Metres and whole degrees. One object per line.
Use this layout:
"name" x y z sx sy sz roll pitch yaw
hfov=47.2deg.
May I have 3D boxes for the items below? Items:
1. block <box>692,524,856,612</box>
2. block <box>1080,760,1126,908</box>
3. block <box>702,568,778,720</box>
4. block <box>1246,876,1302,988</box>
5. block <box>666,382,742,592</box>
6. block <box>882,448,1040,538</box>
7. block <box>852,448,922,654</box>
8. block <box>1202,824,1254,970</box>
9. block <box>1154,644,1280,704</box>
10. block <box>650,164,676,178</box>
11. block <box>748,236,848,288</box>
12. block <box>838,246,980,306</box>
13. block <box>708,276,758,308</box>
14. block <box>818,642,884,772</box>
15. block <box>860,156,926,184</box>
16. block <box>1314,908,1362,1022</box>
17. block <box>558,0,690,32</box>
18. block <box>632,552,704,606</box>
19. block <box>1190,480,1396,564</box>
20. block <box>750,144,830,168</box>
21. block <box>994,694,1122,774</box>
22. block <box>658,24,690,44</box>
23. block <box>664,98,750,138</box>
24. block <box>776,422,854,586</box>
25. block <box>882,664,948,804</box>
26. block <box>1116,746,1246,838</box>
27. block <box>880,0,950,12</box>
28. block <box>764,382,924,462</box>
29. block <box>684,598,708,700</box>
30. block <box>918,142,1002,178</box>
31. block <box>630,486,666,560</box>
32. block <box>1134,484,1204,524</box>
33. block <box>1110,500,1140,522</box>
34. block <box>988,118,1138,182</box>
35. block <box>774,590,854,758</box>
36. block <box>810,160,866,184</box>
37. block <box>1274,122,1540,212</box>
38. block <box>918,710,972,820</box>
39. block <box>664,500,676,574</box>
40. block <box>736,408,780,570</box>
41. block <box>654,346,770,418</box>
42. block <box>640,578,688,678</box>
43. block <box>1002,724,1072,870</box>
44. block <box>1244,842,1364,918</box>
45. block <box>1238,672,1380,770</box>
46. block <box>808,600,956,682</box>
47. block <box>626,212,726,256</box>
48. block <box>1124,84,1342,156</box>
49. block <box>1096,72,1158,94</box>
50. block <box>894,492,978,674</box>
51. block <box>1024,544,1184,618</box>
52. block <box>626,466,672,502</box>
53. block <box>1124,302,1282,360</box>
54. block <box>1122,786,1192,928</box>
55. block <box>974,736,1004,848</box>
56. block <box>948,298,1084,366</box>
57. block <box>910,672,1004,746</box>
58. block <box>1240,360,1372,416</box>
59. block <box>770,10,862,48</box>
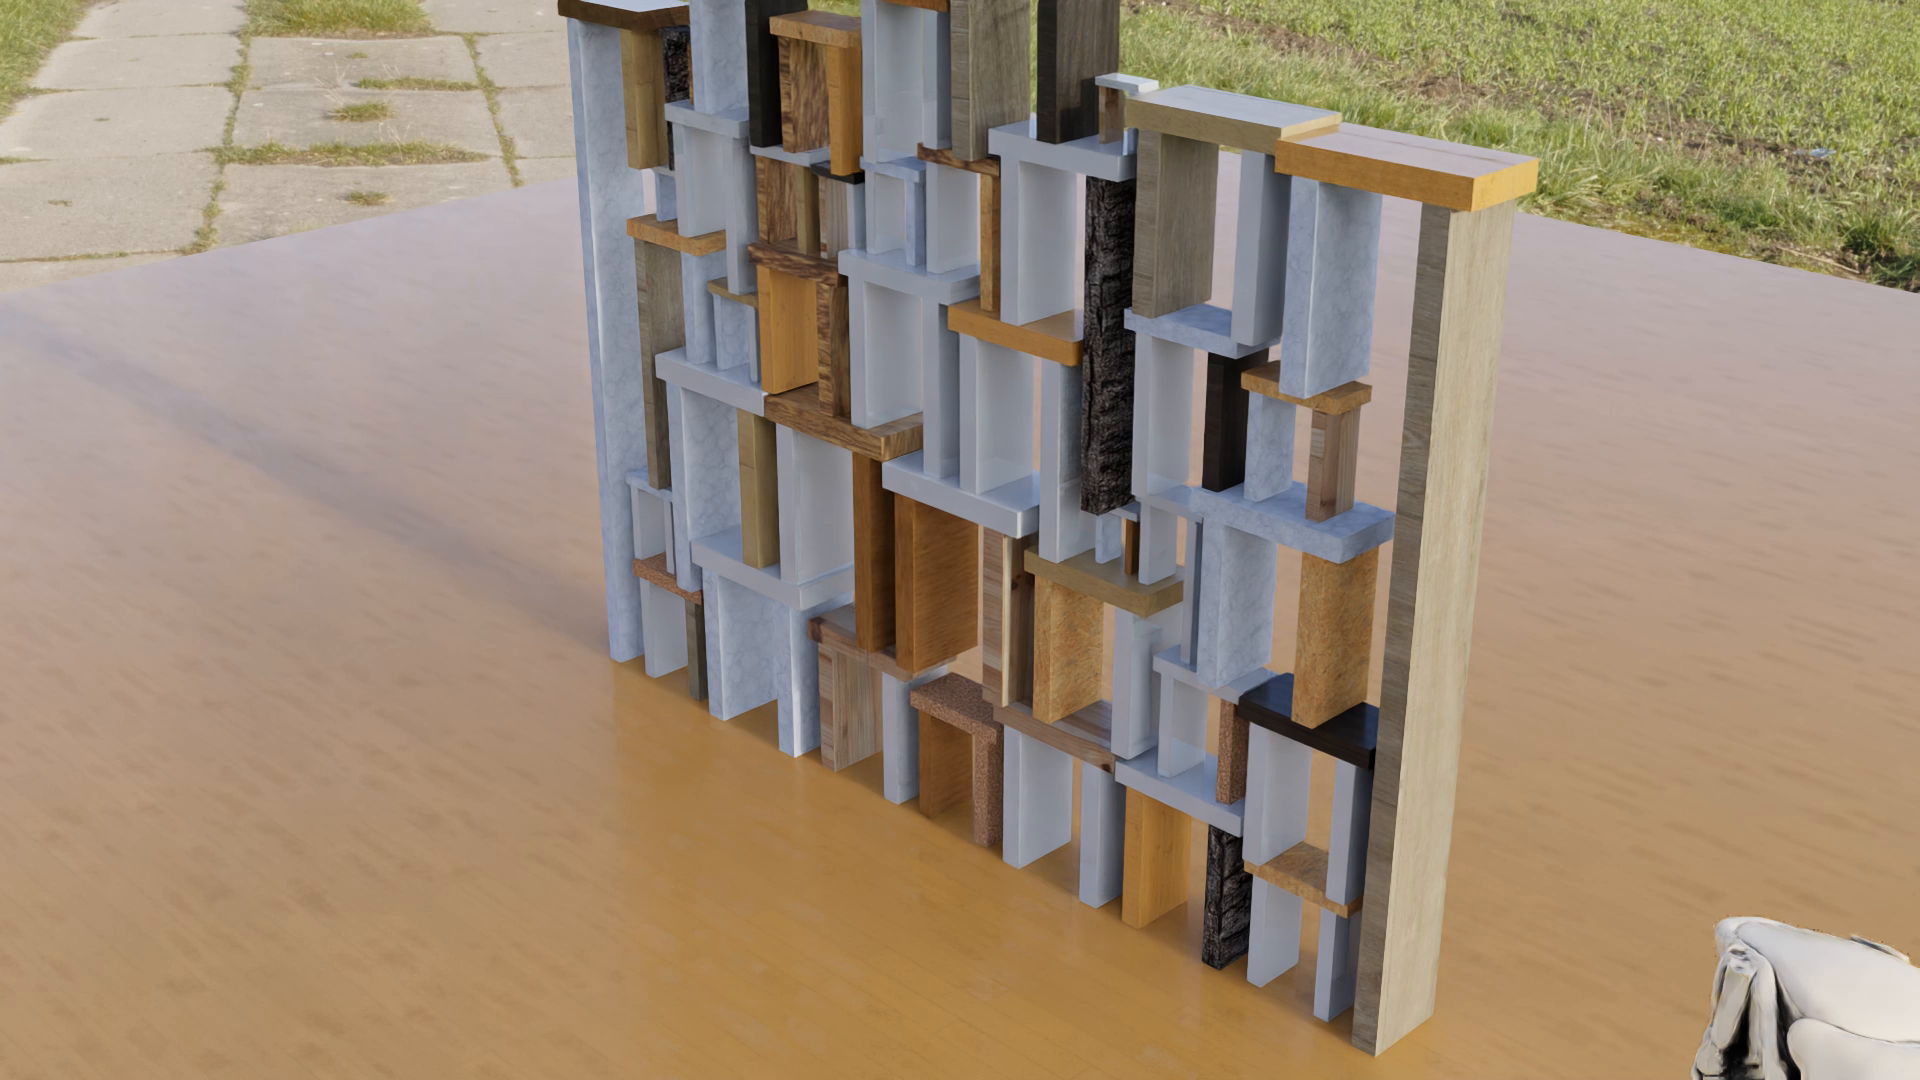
"block" -0.390 0.050 4.674 0.354 0.050 0.177 21 31 41
"block" 0.293 0.528 4.132 0.042 0.300 0.150 21 31 41
"block" -0.473 0.203 4.829 0.050 0.354 0.177 21 31 41
"block" 0.560 0.673 3.896 0.031 0.219 0.109 21 31 41
"block" -0.540 -0.134 4.761 0.174 0.475 0.049 -21 31 -41
"block" 0.040 -0.099 4.142 0.356 0.050 0.178 21 31 41
"block" -0.130 0.004 4.372 0.172 0.418 0.049 -21 31 -40
"block" 0.501 0.615 3.944 0.041 0.286 0.143 21 31 41
"block" 0.446 0.230 3.835 0.100 0.028 0.200 -21 31 -41
"block" -0.585 -0.764 4.536 0.052 0.015 0.103 -21 31 -40
"block" -0.278 -0.547 4.286 0.261 0.037 0.131 21 31 41
"block" -0.072 -0.502 4.094 0.296 0.042 0.148 21 31 40
"block" -0.431 -0.507 4.470 0.080 0.023 0.159 -21 31 -40
"block" -0.226 0.329 4.616 0.041 0.289 0.144 21 31 41
"block" -0.102 -0.687 4.042 0.079 0.022 0.158 -21 31 -40
"block" 0.663 0.713 3.801 0.031 0.219 0.109 21 31 41
"block" -0.685 -1.086 4.505 0.141 0.040 0.282 -21 30 -40
"block" -0.608 0.078 4.914 0.242 0.034 0.121 21 31 41
"block" 0.545 -0.044 3.611 0.152 0.043 0.304 -21 31 -41
"block" -0.316 -0.754 4.250 0.174 0.025 0.087 21 31 40
"block" 0.222 0.343 4.131 0.300 0.042 0.150 21 31 41
"block" -0.539 -1.007 4.379 0.061 0.017 0.121 -21 31 -40
"block" -0.468 -0.841 4.365 0.116 0.033 0.232 -22 31 -40
"block" -0.291 -0.094 4.507 0.049 0.344 0.172 21 31 40
"block" -0.090 0.382 4.491 0.144 0.289 0.041 -21 31 -41
"block" 0.434 0.438 3.943 0.286 0.041 0.143 21 31 41
"block" -0.064 -0.970 3.878 0.121 0.034 0.242 -21 31 -40
"block" -0.209 -0.243 4.356 0.172 0.049 0.344 -21 31 -40
"block" -0.551 0.227 4.915 0.034 0.242 0.121 21 31 41
"block" 0.032 -0.682 3.902 0.103 0.029 0.205 -21 31 -40
"block" -0.693 -0.051 4.949 0.025 0.175 0.087 21 31 41
"block" 0.383 -0.068 3.781 0.076 0.021 0.151 -21 30 -40
"block" 0.290 -0.060 3.889 0.052 0.015 0.104 -21 31 -40
"block" 0.205 -0.662 3.712 0.148 0.042 0.295 -22 31 -40
"block" -0.306 0.268 4.676 0.050 0.354 0.177 21 31 41
"block" -0.217 -0.695 4.148 0.063 0.018 0.126 -20 30 -38
"block" 0.661 -0.558 3.271 0.346 0.049 0.173 21 31 40
"block" -0.028 0.433 4.437 0.034 0.237 0.118 21 31 41
"block" -0.611 -0.019 4.873 0.025 0.175 0.087 21 31 41
"block" -0.376 -0.129 4.585 0.049 0.347 0.174 21 31 41
"block" -0.458 -0.343 4.583 0.347 0.049 0.174 22 31 40
"block" -0.665 0.183 5.020 0.034 0.242 0.121 21 31 41
"block" 0.152 0.473 4.262 0.042 0.300 0.150 21 31 41
"block" 0.612 0.578 3.800 0.219 0.031 0.109 21 31 41
"block" 0.613 0.301 3.680 0.267 0.038 0.134 21 31 41
"block" -0.160 0.203 4.489 0.289 0.041 0.144 21 31 40
"block" -0.573 -0.640 4.569 0.118 0.034 0.237 -22 31 -40
"block" 0.430 -0.666 3.481 0.310 0.044 0.155 21 31 40
"block" 0.273 -0.749 3.602 0.047 0.013 0.095 -21 31 -40
"block" -0.045 0.060 4.302 0.050 0.369 0.178 22 31 40
"block" 0.271 0.056 3.955 0.145 0.041 0.291 -21 31 -41
"block" -0.652 -0.126 4.872 0.175 0.025 0.087 21 31 41
"block" 0.400 -0.354 3.636 0.237 0.034 0.118 21 31 40
"block" 0.366 0.562 4.069 0.041 0.286 0.143 21 31 41
"block" 0.083 0.477 4.335 0.034 0.237 0.118 21 31 41
"block" 0.139 -0.379 3.908 0.151 0.043 0.302 -21 31 -40
"block" 0.028 0.330 4.333 0.237 0.034 0.118 21 31 41
"block" 0.553 -0.245 3.514 0.187 0.027 0.094 21 31 41
"block" -0.240 -0.948 4.074 0.109 0.031 0.219 -21 31 -40
